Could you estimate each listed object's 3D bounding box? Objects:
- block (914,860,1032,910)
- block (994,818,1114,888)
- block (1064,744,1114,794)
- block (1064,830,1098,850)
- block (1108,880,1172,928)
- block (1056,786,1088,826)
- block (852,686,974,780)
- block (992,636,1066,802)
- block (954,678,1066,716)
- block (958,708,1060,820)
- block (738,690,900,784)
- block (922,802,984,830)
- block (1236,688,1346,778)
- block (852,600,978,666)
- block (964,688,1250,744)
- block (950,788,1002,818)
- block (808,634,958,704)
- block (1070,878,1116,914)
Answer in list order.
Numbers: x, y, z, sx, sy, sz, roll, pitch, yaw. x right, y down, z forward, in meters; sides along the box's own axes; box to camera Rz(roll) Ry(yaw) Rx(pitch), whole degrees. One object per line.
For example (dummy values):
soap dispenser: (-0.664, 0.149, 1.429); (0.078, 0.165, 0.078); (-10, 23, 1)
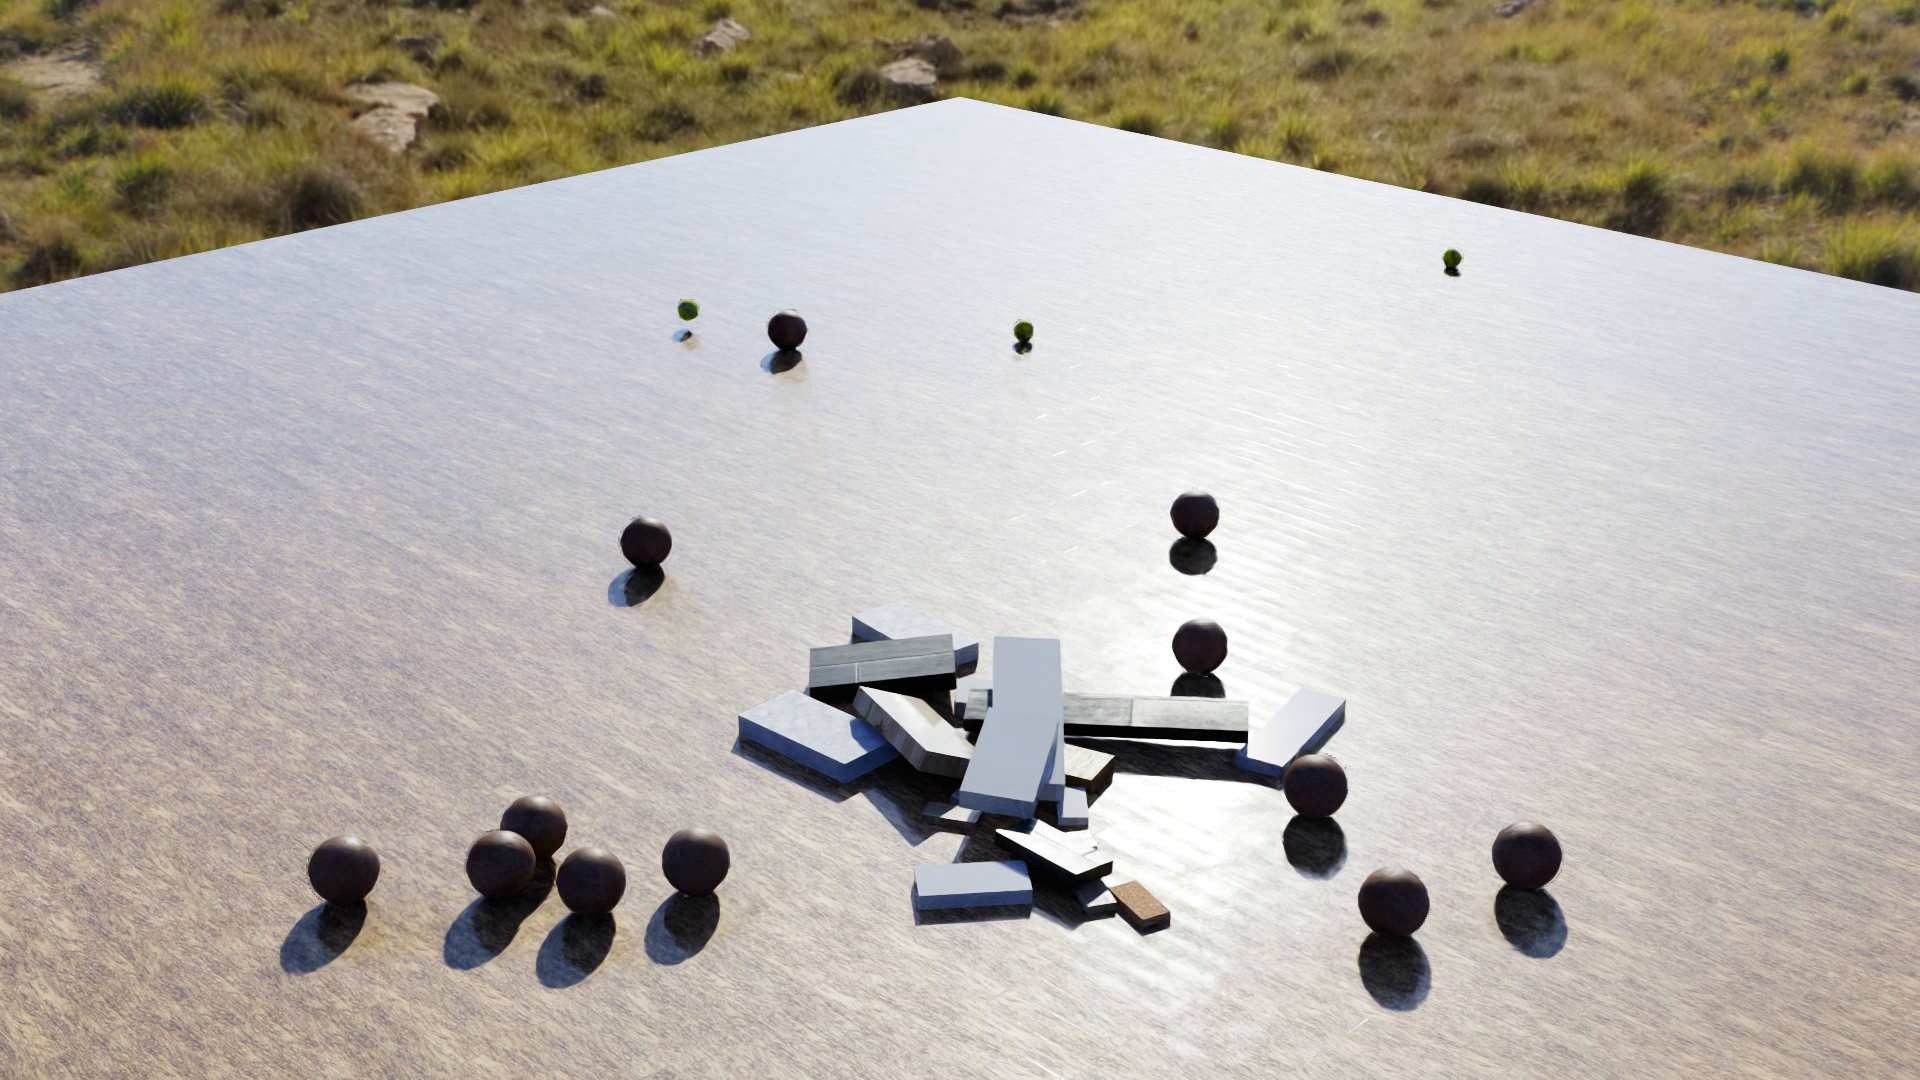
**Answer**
block: (0.024, 0.655, 4.179); (0.214, 0.030, 0.107); (-2, 23, -6)
block: (0.180, 0.602, 4.242); (0.107, 0.030, 0.214); (-13, 26, -43)
block: (0.192, 0.467, 4.618); (0.235, 0.033, 0.117); (12, 26, 25)
block: (0.202, 0.601, 4.323); (0.124, 0.018, 0.062); (-5, 24, -13)
block: (0.336, 0.683, 4.130); (0.062, 0.018, 0.124); (-12, 26, -25)
block: (0.226, 0.540, 4.467); (0.062, 0.018, 0.124); (0, 23, -1)
block: (-0.084, 0.410, 4.655); (0.163, 0.046, 0.327); (15, 13, -33)
block: (0.143, 0.372, 4.681); (0.149, 0.042, 0.540); (3, 30, 0)
block: (0.111, 0.354, 4.883); (0.235, 0.033, 0.117); (3, 23, 7)
block: (0.102, 0.450, 4.461); (0.149, 0.042, 0.298); (8, 31, 9)
block: (-0.304, 0.418, 4.715); (0.327, 0.046, 0.163); (20, 30, 38)
block: (-0.015, 0.555, 4.432); (0.114, 0.016, 0.057); (7, 24, 16)
block: (0.716, 0.414, 4.746); (0.107, 0.030, 0.356); (13, 26, 28)
block: (-0.106, 0.228, 5.169); (0.149, 0.042, 0.298); (-17, 28, -34)
block: (0.317, 0.378, 4.744); (0.608, 0.033, 0.117); (2, 30, 7)
block: (0.043, 0.532, 4.487); (0.114, 0.016, 0.057); (13, 26, 29)
block: (-0.174, 0.290, 4.953); (0.327, 0.046, 0.163); (-6, 30, 1)
block: (0.250, 0.667, 4.167); (0.057, 0.016, 0.114); (-6, 24, -15)
